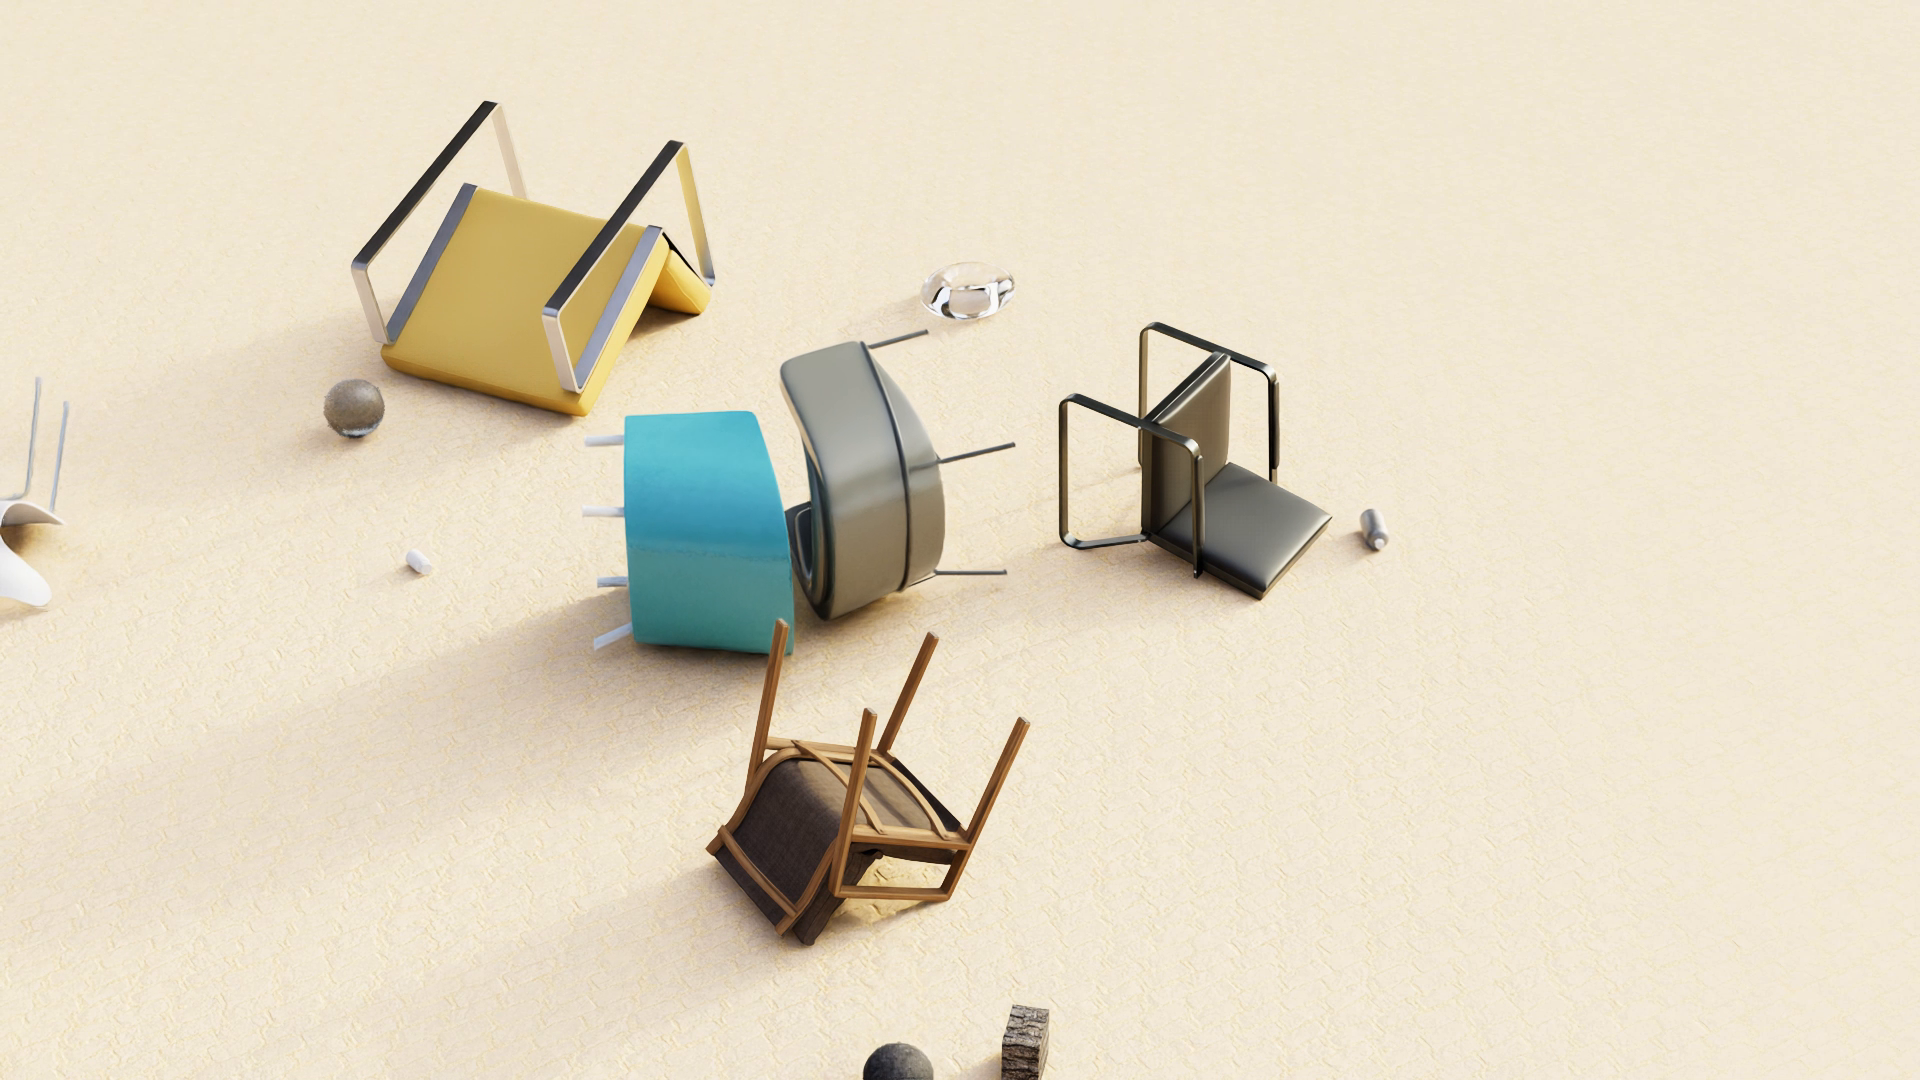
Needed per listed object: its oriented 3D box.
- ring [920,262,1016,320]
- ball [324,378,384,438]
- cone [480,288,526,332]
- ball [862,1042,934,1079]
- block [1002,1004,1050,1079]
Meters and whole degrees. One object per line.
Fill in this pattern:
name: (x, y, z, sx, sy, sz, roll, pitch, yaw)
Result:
ring: (0.035, -1.060, 12.441, 0.424, 0.126, 0.364, -19, 37, -25)
ball: (-2.379, -0.517, 11.514, 0.236, 0.236, 0.236, 0, 33, 0)
cone: (-1.900, -0.943, 12.310, 0.205, 0.150, 0.177, 1, 54, -35)
ball: (-0.178, 1.546, 8.408, 0.209, 0.209, 0.209, 0, 33, 0)
block: (0.191, 1.479, 8.542, 0.110, 0.174, 0.163, 7, 34, 10)
